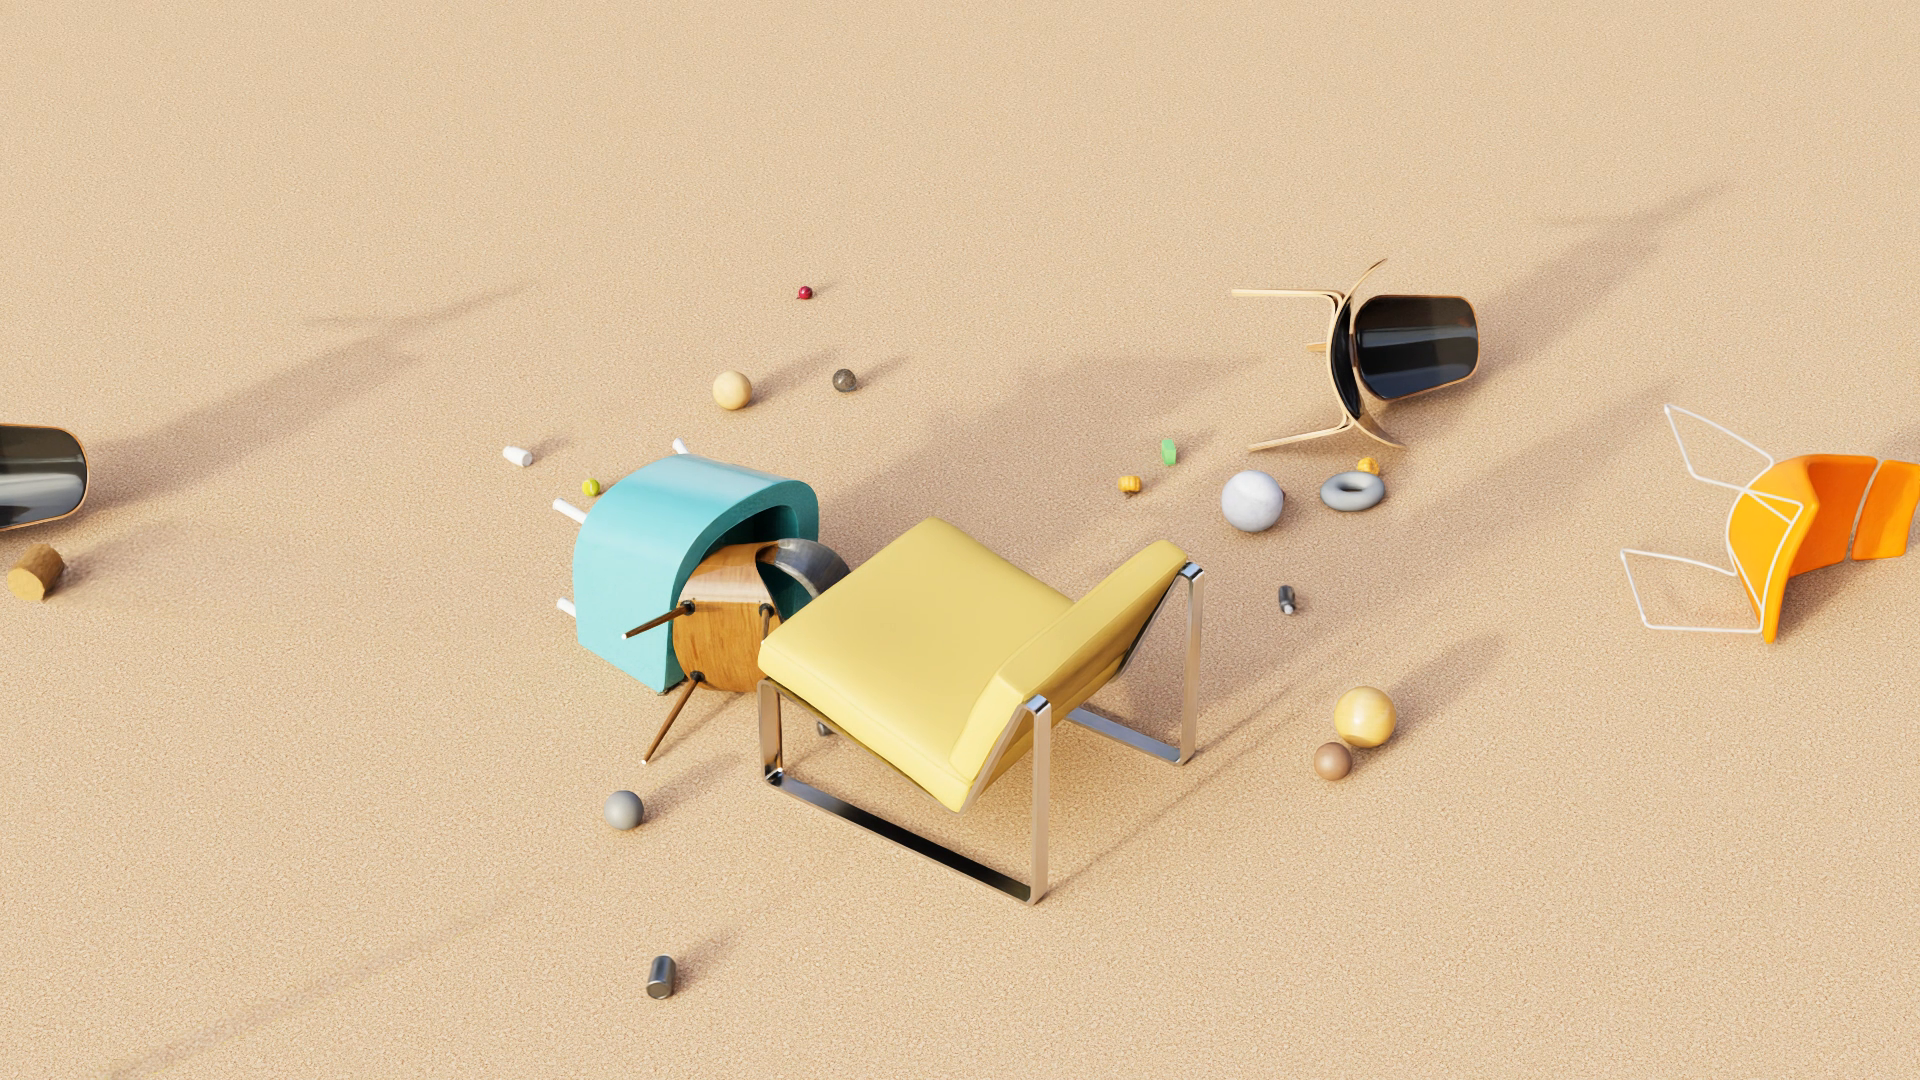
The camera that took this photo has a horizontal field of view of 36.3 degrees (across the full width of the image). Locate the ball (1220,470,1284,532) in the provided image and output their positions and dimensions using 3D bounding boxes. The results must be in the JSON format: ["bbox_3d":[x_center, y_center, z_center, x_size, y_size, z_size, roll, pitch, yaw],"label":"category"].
[{"bbox_3d":[1.092,-0.145,10.953,0.234,0.234,0.234,0,33,0],"label":"ball"}]

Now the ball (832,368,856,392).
[{"bbox_3d":[-0.467,-0.643,11.832,0.098,0.098,0.098,0,33,0],"label":"ball"}]

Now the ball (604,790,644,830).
[{"bbox_3d":[-1.090,0.875,9.497,0.131,0.131,0.131,0,33,0],"label":"ball"}]

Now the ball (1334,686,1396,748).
[{"bbox_3d":[1.360,0.595,9.851,0.210,0.210,0.210,0,33,0],"label":"ball"}]

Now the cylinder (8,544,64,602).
[{"bbox_3d":[-3.351,0.119,10.636,0.133,0.143,0.165,-19,27,24],"label":"cylinder"}]

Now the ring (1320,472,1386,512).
[{"bbox_3d":[1.494,-0.186,11.162,0.271,0.072,0.217,-20,37,-29],"label":"ring"}]

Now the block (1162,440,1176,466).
[{"bbox_3d":[0.811,-0.342,11.401,0.039,0.068,0.077,-5,34,-7],"label":"block"}]

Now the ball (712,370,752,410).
[{"bbox_3d":[-0.910,-0.597,11.707,0.158,0.158,0.158,0,33,0],"label":"ball"}]
